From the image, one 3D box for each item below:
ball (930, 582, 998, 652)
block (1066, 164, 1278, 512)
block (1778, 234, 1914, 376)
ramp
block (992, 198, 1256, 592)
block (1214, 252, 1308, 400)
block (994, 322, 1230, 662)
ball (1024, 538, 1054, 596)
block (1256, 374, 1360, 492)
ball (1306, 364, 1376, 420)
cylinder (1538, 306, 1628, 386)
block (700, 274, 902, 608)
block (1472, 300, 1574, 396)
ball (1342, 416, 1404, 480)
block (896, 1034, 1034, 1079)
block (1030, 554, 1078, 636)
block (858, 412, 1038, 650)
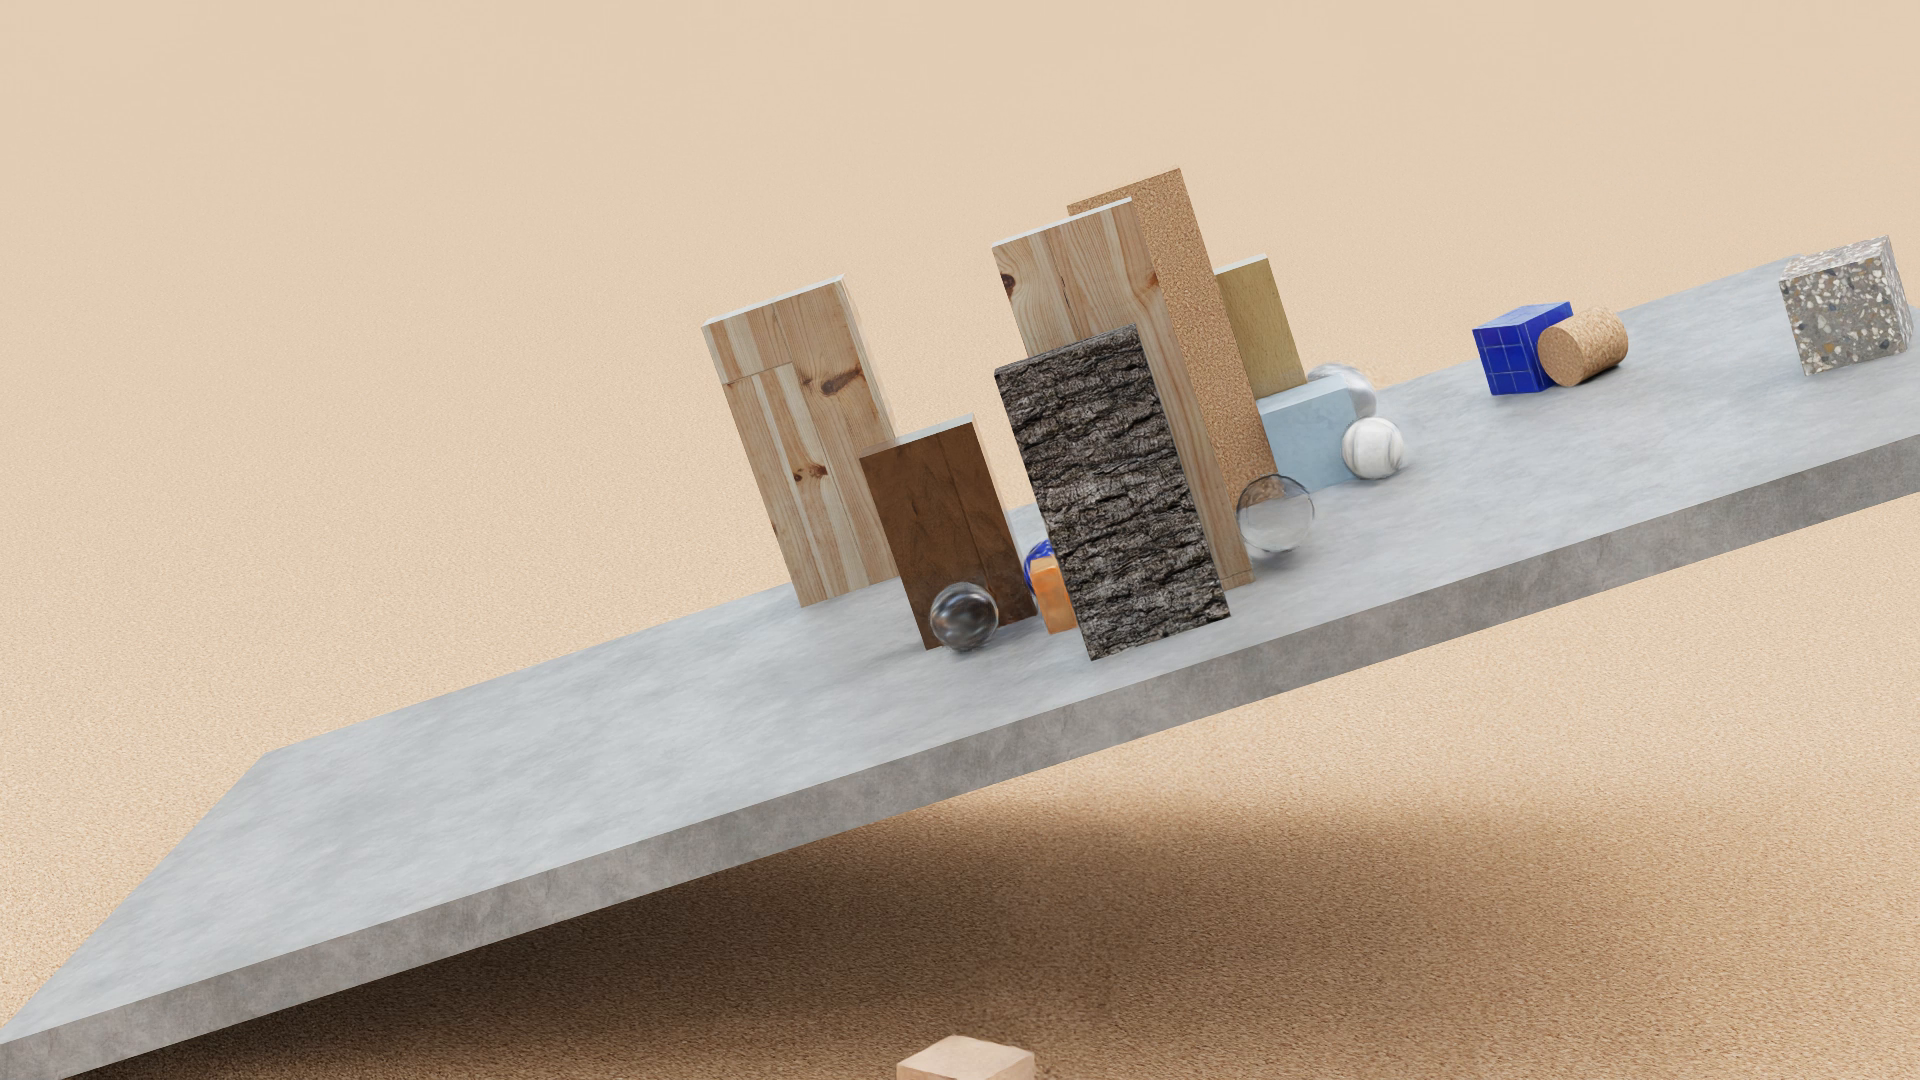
[{"bbox_3d":[0.008,0.155,5.955,0.140,0.140,0.140,0,12,0],"label":"ball"},{"bbox_3d":[0.468,-0.416,6.376,0.254,0.747,0.111,-18,11,6],"label":"block"},{"bbox_3d":[1.770,-0.469,5.870,0.198,0.198,0.198,-14,12,26],"label":"block"},{"bbox_3d":[0.107,0.180,6.305,4.000,0.100,2.000,-18,11,6],"label":"ramp"},{"bbox_3d":[0.319,-0.247,5.707,0.282,0.780,0.083,-18,11,6],"label":"block"},{"bbox_3d":[0.566,-0.342,6.548,0.395,0.485,0.101,-18,11,6],"label":"block"},{"bbox_3d":[0.287,-0.089,5.525,0.277,0.575,0.086,-18,11,6],"label":"block"},{"bbox_3d":[0.201,0.063,6.039,0.140,0.140,0.140,0,12,0],"label":"ball"},{"bbox_3d":[0.769,-0.226,6.397,0.195,0.195,0.195,-18,11,6],"label":"block"},{"bbox_3d":[0.851,-0.307,6.679,0.187,0.187,0.187,0,12,0],"label":"ball"},{"bbox_3d":[1.377,-0.429,6.505,0.140,0.140,0.140,-22,22,-30],"label":"cylinder"},{"bbox_3d":[-0.323,-0.234,6.946,0.346,0.706,0.128,-18,11,6],"label":"block"},{"bbox_3d":[1.284,-0.431,6.624,0.159,0.159,0.159,-25,12,-28],"label":"block"},{"bbox_3d":[0.874,-0.194,6.225,0.132,0.132,0.132,0,12,0],"label":"ball"},{"bbox_3d":[0.012,1.014,5.275,0.176,0.176,0.176,6,13,35],"label":"block"},{"bbox_3d":[0.222,0.097,5.902,0.130,0.130,0.130,-18,11,6],"label":"block"},{"bbox_3d":[-0.021,-0.018,6.103,0.244,0.426,0.118,-18,11,6],"label":"block"}]
